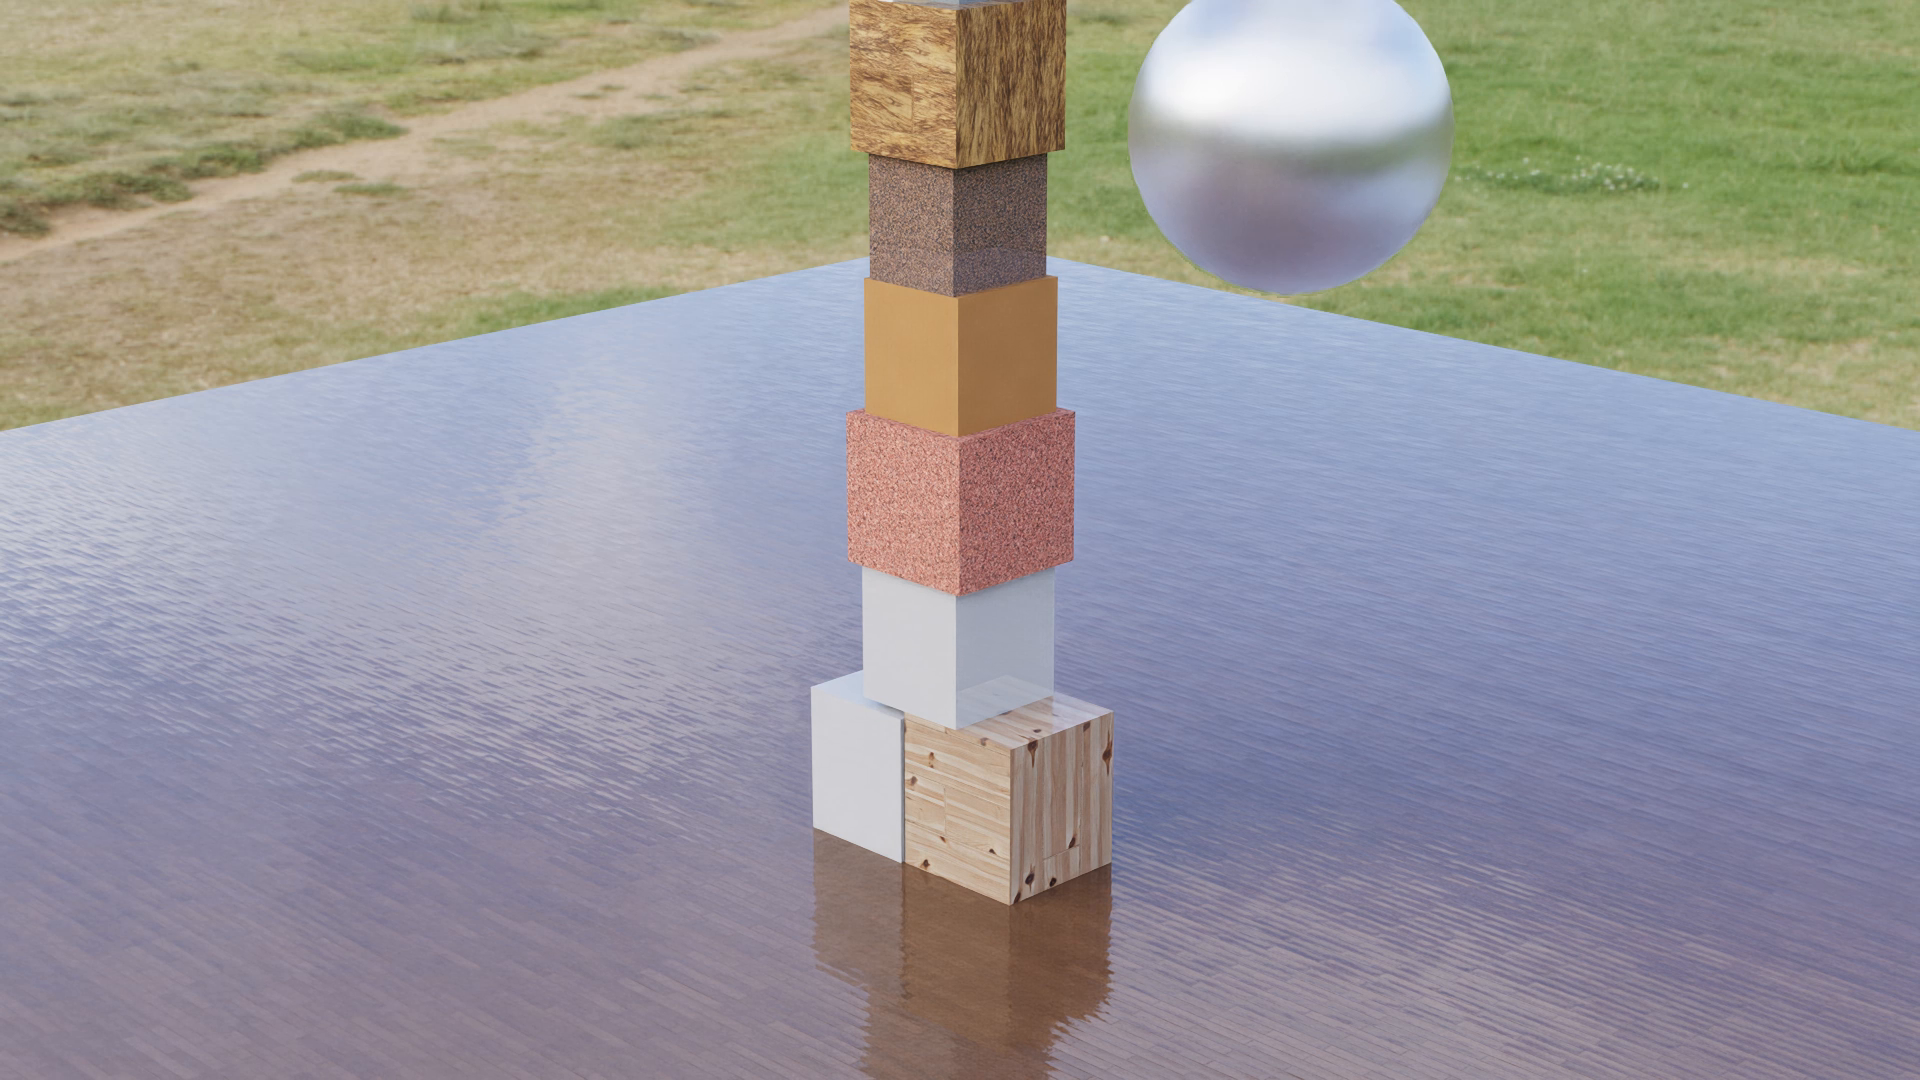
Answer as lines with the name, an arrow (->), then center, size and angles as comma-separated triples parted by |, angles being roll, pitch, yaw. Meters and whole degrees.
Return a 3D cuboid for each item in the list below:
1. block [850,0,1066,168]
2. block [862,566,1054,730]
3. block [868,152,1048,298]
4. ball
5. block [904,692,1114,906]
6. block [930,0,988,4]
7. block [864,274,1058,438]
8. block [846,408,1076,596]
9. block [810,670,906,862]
block -> -0.009, -2.020, 12.698 | 0.673, 0.663, 0.648 | -17, 24, -42
block -> -0.006, 0.409, 13.464 | 0.639, 0.652, 0.604 | -17, 24, -42
block -> -0.008, -1.431, 12.884 | 0.581, 0.571, 0.523 | -17, 24, -42
ball -> 1.623, -2.007, 14.412 | 1.600, 1.600, 1.600 | 0, 17, 0
block -> 0.225, 1.138, 13.479 | 0.680, 0.747, 0.671 | -17, 24, -42
block -> 0.004, -2.552, 12.544 | 0.427, 0.446, 0.405 | -17, 24, -42
block -> 0.005, -0.869, 13.073 | 0.626, 0.616, 0.588 | -17, 24, -42
block -> 0.004, -0.240, 13.270 | 0.737, 0.702, 0.717 | -17, 24, -42
block -> -0.242, 1.020, 13.913 | 0.690, 0.710, 0.606 | -17, 24, -42
